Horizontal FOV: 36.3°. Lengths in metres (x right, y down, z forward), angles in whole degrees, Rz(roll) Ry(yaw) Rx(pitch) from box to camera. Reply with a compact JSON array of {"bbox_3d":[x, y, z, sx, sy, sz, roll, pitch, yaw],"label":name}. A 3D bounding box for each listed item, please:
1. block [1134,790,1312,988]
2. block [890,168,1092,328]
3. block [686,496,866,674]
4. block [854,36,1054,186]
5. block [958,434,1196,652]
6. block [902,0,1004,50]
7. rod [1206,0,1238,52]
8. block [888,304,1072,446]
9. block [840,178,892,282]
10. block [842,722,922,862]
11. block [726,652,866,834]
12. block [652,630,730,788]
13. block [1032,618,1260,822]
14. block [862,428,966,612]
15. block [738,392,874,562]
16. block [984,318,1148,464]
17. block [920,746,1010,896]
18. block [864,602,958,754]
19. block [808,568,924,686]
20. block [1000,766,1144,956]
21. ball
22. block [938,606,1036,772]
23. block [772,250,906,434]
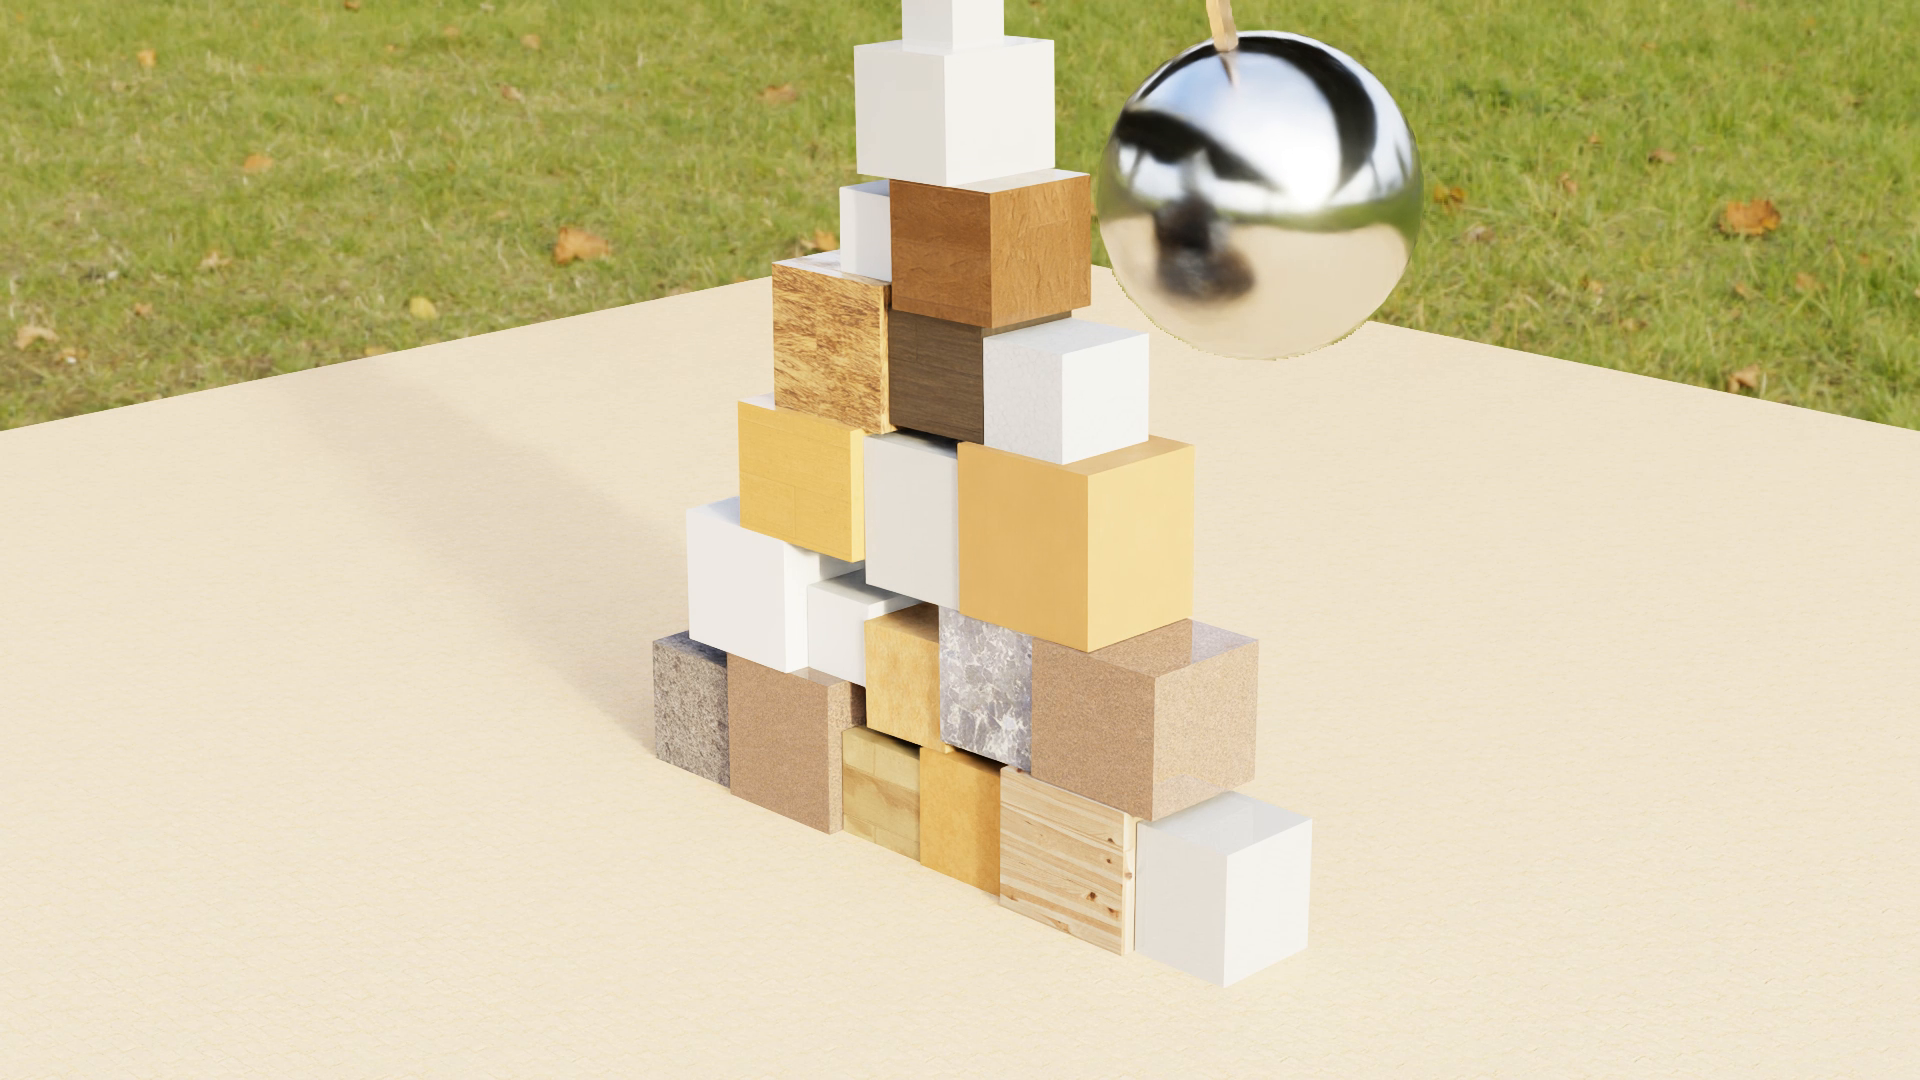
[{"bbox_3d":[1.131,1.486,12.609,0.562,0.604,0.500,-17,24,-42],"label":"block"},{"bbox_3d":[0.135,-1.300,12.787,0.613,0.580,0.622,15,23,43],"label":"block"},{"bbox_3d":[-0.818,0.165,14.226,0.714,0.657,0.707,-17,24,-42],"label":"block"},{"bbox_3d":[-0.021,-1.888,12.787,0.670,0.554,0.556,-17,23,-42],"label":"block"},{"bbox_3d":[0.507,-0.043,12.824,0.683,0.778,0.770,-17,23,-42],"label":"block"},{"bbox_3d":[-0.032,-2.294,12.652,0.310,0.301,0.310,-17,23,-42],"label":"block"},{"bbox_3d":[0.636,-4.481,12.600,0.080,5.200,0.080,17,44,42],"label":"rod"},{"bbox_3d":[0.090,-0.786,13.026,0.570,0.540,0.583,-17,23,-42],"label":"block"},{"bbox_3d":[-0.237,-1.392,13.149,0.416,0.380,0.433,-17,24,-42],"label":"block"},{"bbox_3d":[-0.168,1.139,13.876,0.559,0.506,0.531,-17,24,-42],"label":"block"},{"bbox_3d":[-0.615,0.888,14.269,0.726,0.749,0.718,-17,24,-42],"label":"block"},{"bbox_3d":[-1.108,0.806,14.732,0.597,0.628,0.619,-17,24,-42],"label":"block"},{"bbox_3d":[0.799,0.734,12.720,0.675,0.646,0.705,-17,24,-42],"label":"block"},{"bbox_3d":[0.002,-0.140,13.306,0.616,0.696,0.615,-17,23,-42],"label":"block"},{"bbox_3d":[-0.509,-0.350,13.741,0.721,0.618,0.773,-17,24,-42],"label":"block"},{"bbox_3d":[0.459,-0.650,12.663,0.545,0.478,0.465,-17,23,-42],"label":"block"},{"bbox_3d":[0.234,1.222,13.491,0.606,0.578,0.572,-17,24,-42],"label":"block"},{"bbox_3d":[-0.063,0.614,13.606,0.543,0.520,0.518,-17,23,-42],"label":"block"},{"bbox_3d":[-0.399,0.400,13.892,0.485,0.408,0.421,-17,24,-42],"label":"block"},{"bbox_3d":[0.691,1.325,13.023,0.718,0.663,0.730,-17,24,-42],"label":"block"},{"bbox_3d":[1.467,-1.686,14.349,1.600,1.600,1.600,0,17,0],"label":"ball"},{"bbox_3d":[0.324,0.598,13.164,0.580,0.643,0.595,-17,23,-42],"label":"block"},{"bbox_3d":[-0.384,-0.936,13.452,0.629,0.673,0.715,-17,24,-42],"label":"block"}]
